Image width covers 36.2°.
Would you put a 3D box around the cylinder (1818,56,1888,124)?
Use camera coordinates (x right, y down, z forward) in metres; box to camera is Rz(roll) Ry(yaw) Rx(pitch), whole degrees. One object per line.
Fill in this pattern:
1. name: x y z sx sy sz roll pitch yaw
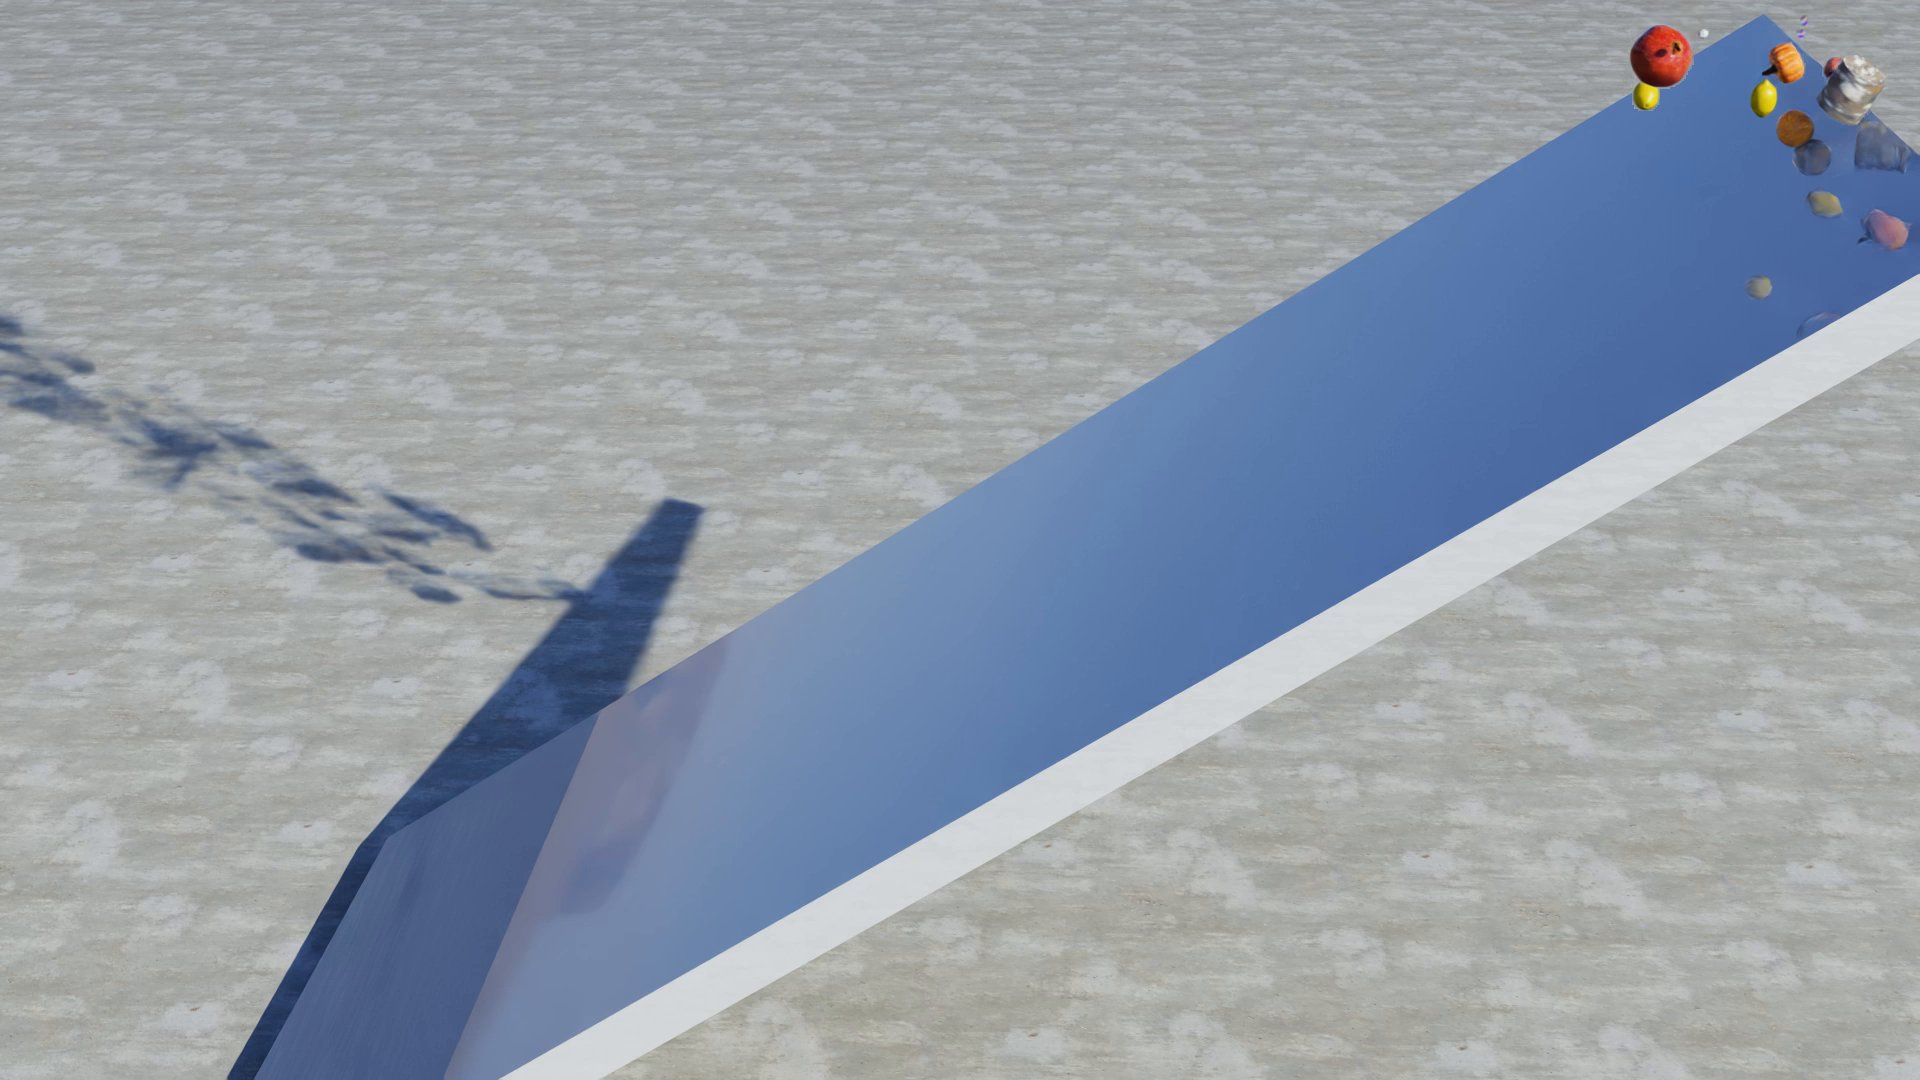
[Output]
1. cylinder: 1.729 -0.872 5.700 0.095 0.095 0.095 16 41 -14

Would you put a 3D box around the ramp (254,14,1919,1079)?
1. ramp: 0.139 0.171 6.295 4.000 0.100 2.000 -31 15 14
